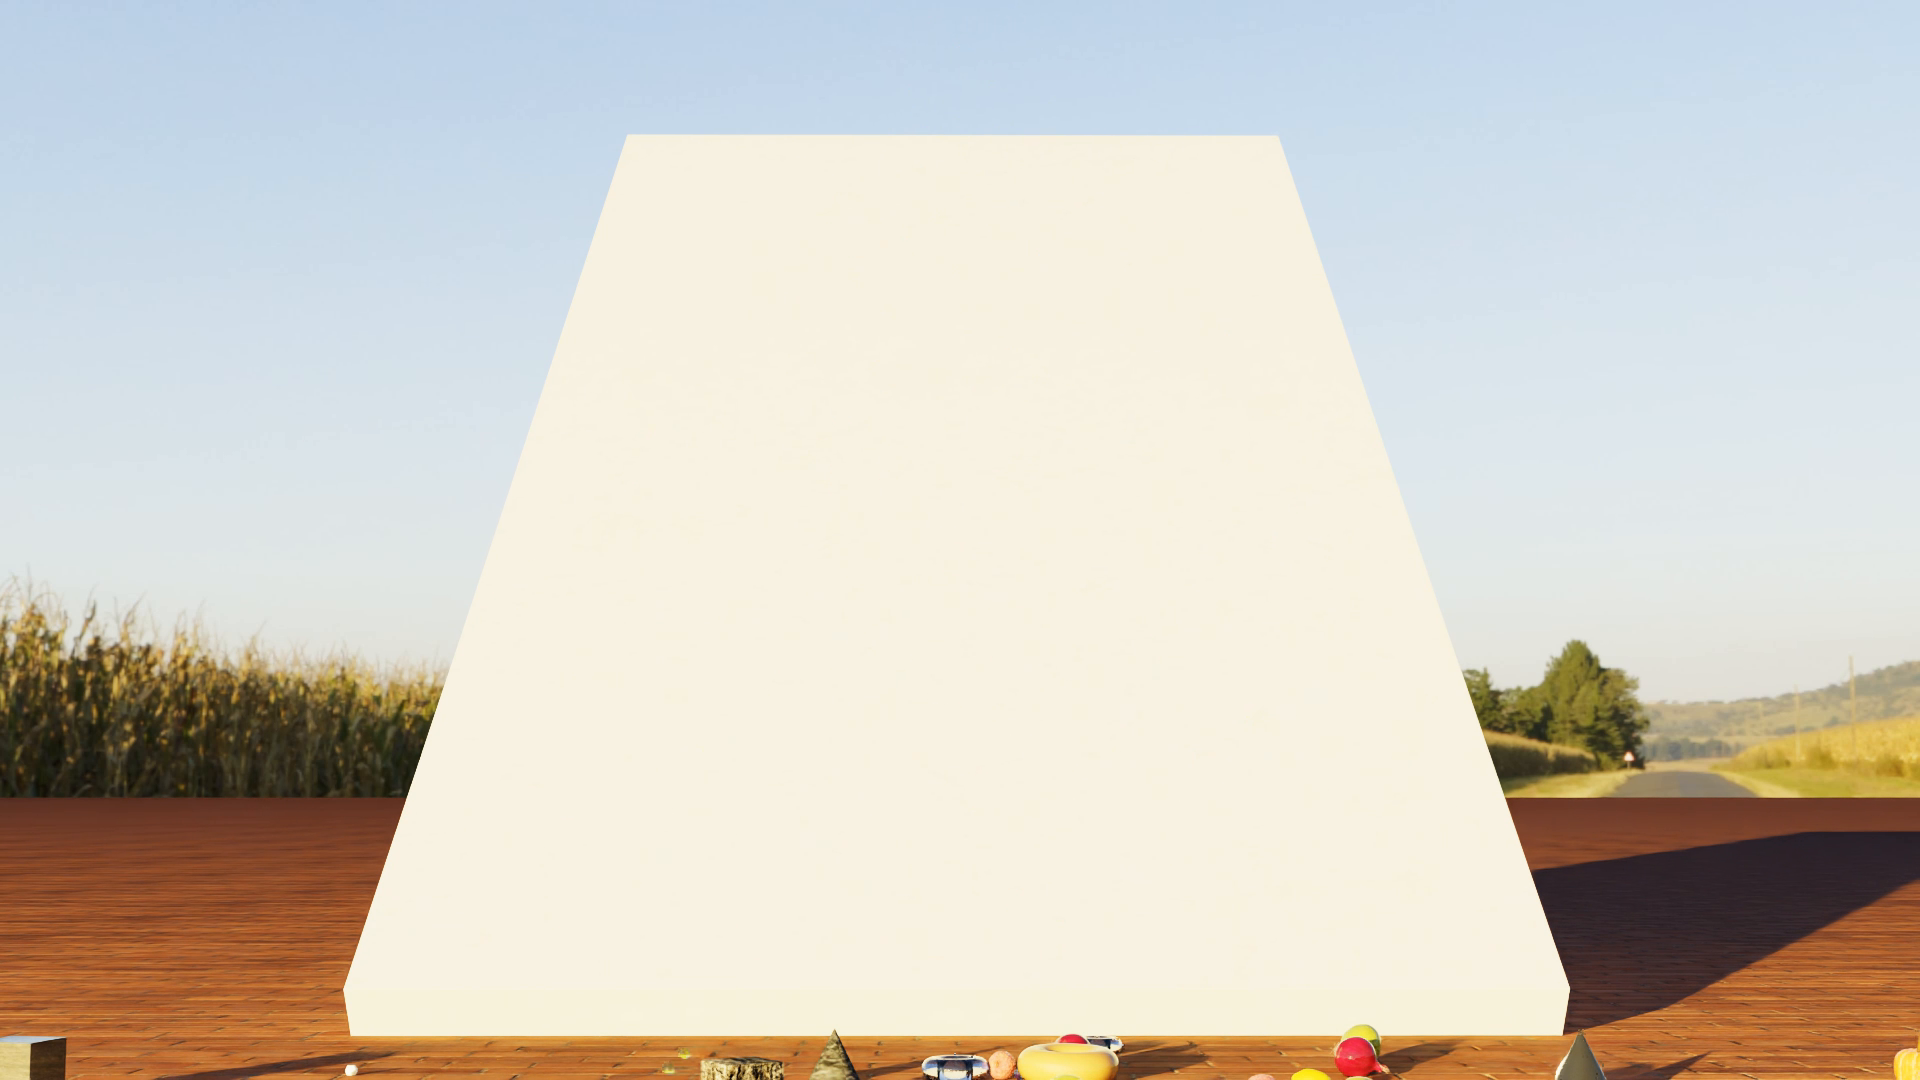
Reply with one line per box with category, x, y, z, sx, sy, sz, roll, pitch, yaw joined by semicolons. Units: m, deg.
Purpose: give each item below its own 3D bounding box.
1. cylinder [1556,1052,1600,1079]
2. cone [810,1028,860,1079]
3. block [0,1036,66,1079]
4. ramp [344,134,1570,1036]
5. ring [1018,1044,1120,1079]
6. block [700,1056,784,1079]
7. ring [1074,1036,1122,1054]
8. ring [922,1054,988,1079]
cylinder;0.822;0.713;3.208;0.052;0.052;0.052;-2;-3;19
cone;-0.176;0.720;3.378;0.072;0.072;0.072;0;-6;0
block;-1.221;0.690;3.131;0.081;0.081;0.081;-1;-6;12
ramp;-0.013;-0.213;5.694;2.000;0.100;4.000;0;30;0
ring;0.151;0.730;3.352;0.142;0.047;0.142;1;-5;0
block;-0.266;0.674;2.942;0.074;0.074;0.074;4;-7;-34
ring;0.212;0.779;3.716;0.077;0.026;0.077;1;-7;0
ring;-0.007;0.741;3.378;0.095;0.032;0.095;-1;-7;0
